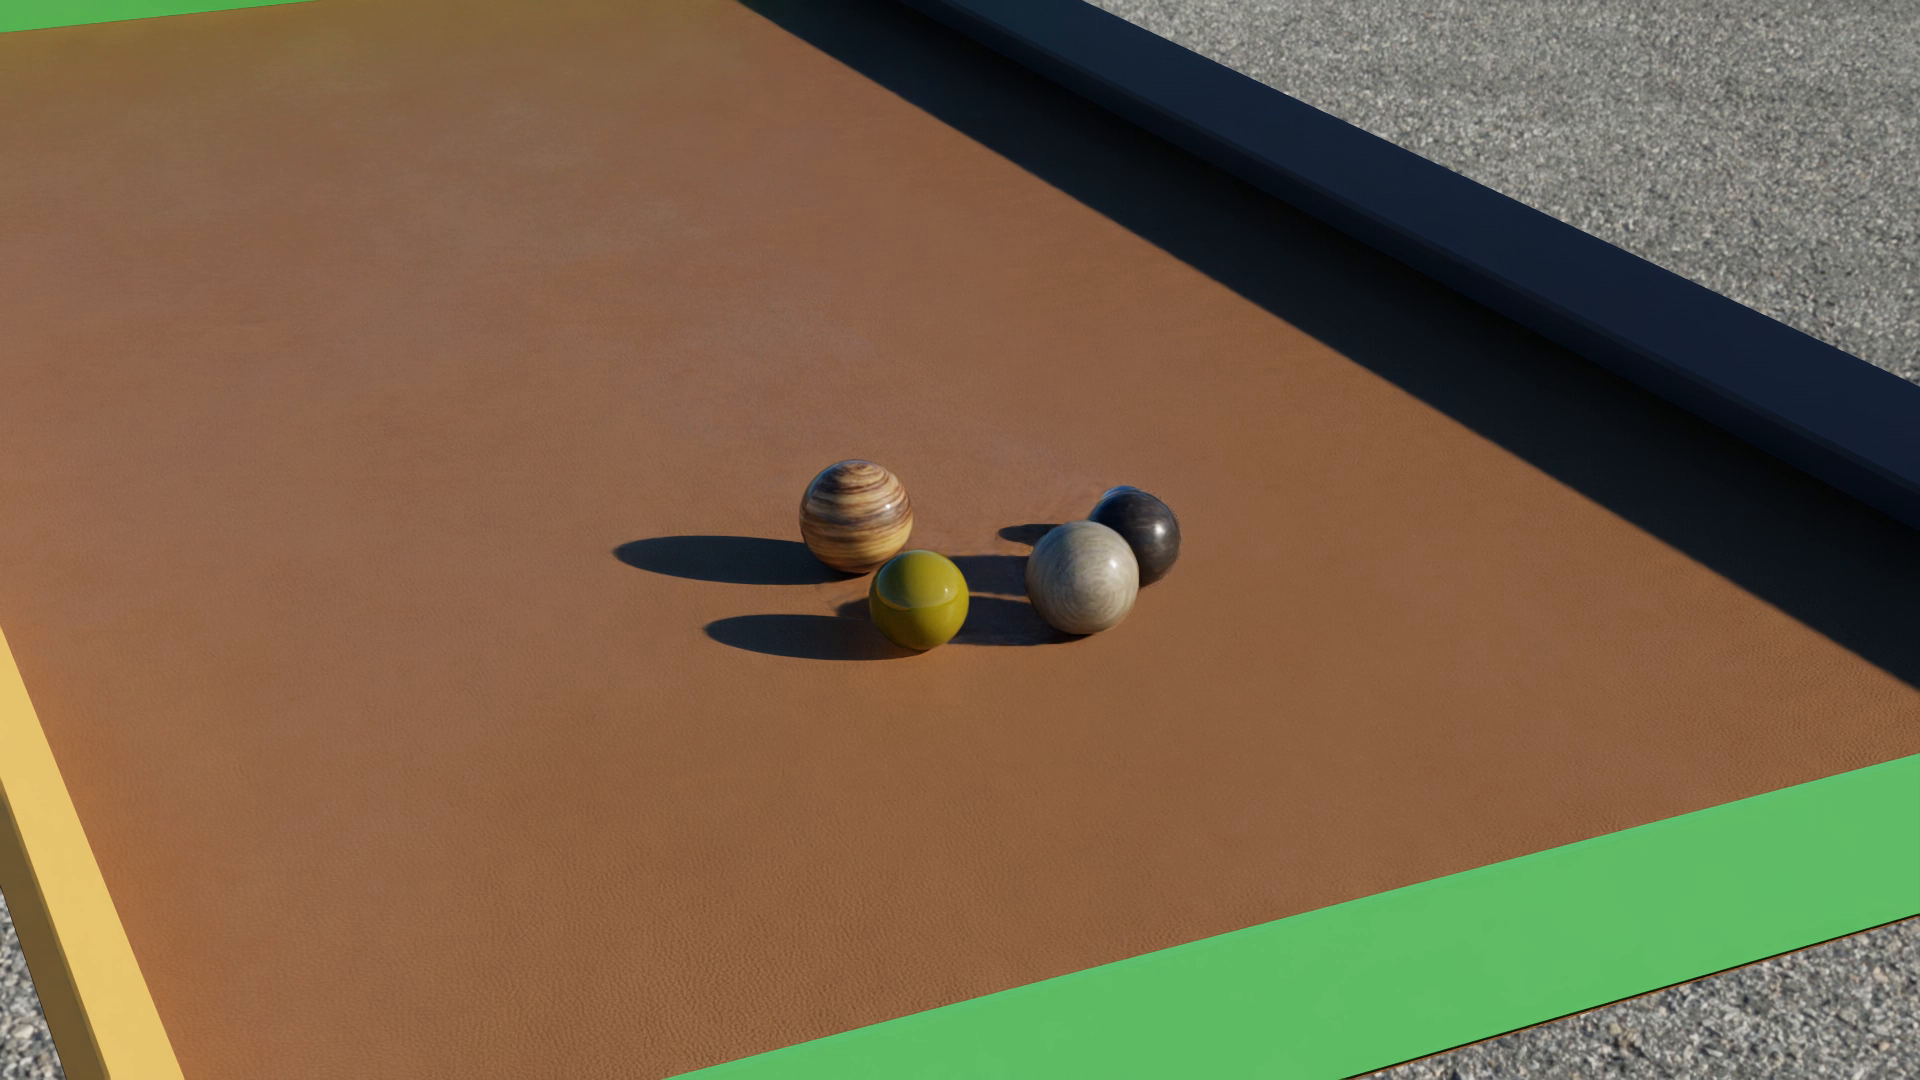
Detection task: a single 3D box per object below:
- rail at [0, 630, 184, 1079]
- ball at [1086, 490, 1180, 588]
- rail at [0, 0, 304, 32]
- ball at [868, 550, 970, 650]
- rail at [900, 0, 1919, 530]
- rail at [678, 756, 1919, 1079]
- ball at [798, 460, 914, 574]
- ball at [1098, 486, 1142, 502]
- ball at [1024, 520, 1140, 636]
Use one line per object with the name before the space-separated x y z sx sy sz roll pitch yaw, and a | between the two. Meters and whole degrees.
rail | -0.925 -0.148 2.483 0.045 0.112 2.734 -11 26 -23
ball | 0.128 0.000 2.199 0.073 0.073 0.073 0 24 0
rail | -0.868 -0.759 3.868 1.448 0.112 0.045 -11 26 -23
ball | -0.029 0.043 2.103 0.072 0.072 0.072 0 24 0
rail | 0.340 -0.390 3.031 0.045 0.112 2.734 -11 26 -23
rail | 0.282 0.221 1.646 1.448 0.112 0.045 -11 26 -23
ball | -0.079 -0.018 2.222 0.087 0.087 0.087 0 24 0
ball | 0.127 -0.020 2.278 0.046 0.046 0.046 0 24 0
ball | 0.088 0.027 2.126 0.083 0.083 0.083 0 24 0
